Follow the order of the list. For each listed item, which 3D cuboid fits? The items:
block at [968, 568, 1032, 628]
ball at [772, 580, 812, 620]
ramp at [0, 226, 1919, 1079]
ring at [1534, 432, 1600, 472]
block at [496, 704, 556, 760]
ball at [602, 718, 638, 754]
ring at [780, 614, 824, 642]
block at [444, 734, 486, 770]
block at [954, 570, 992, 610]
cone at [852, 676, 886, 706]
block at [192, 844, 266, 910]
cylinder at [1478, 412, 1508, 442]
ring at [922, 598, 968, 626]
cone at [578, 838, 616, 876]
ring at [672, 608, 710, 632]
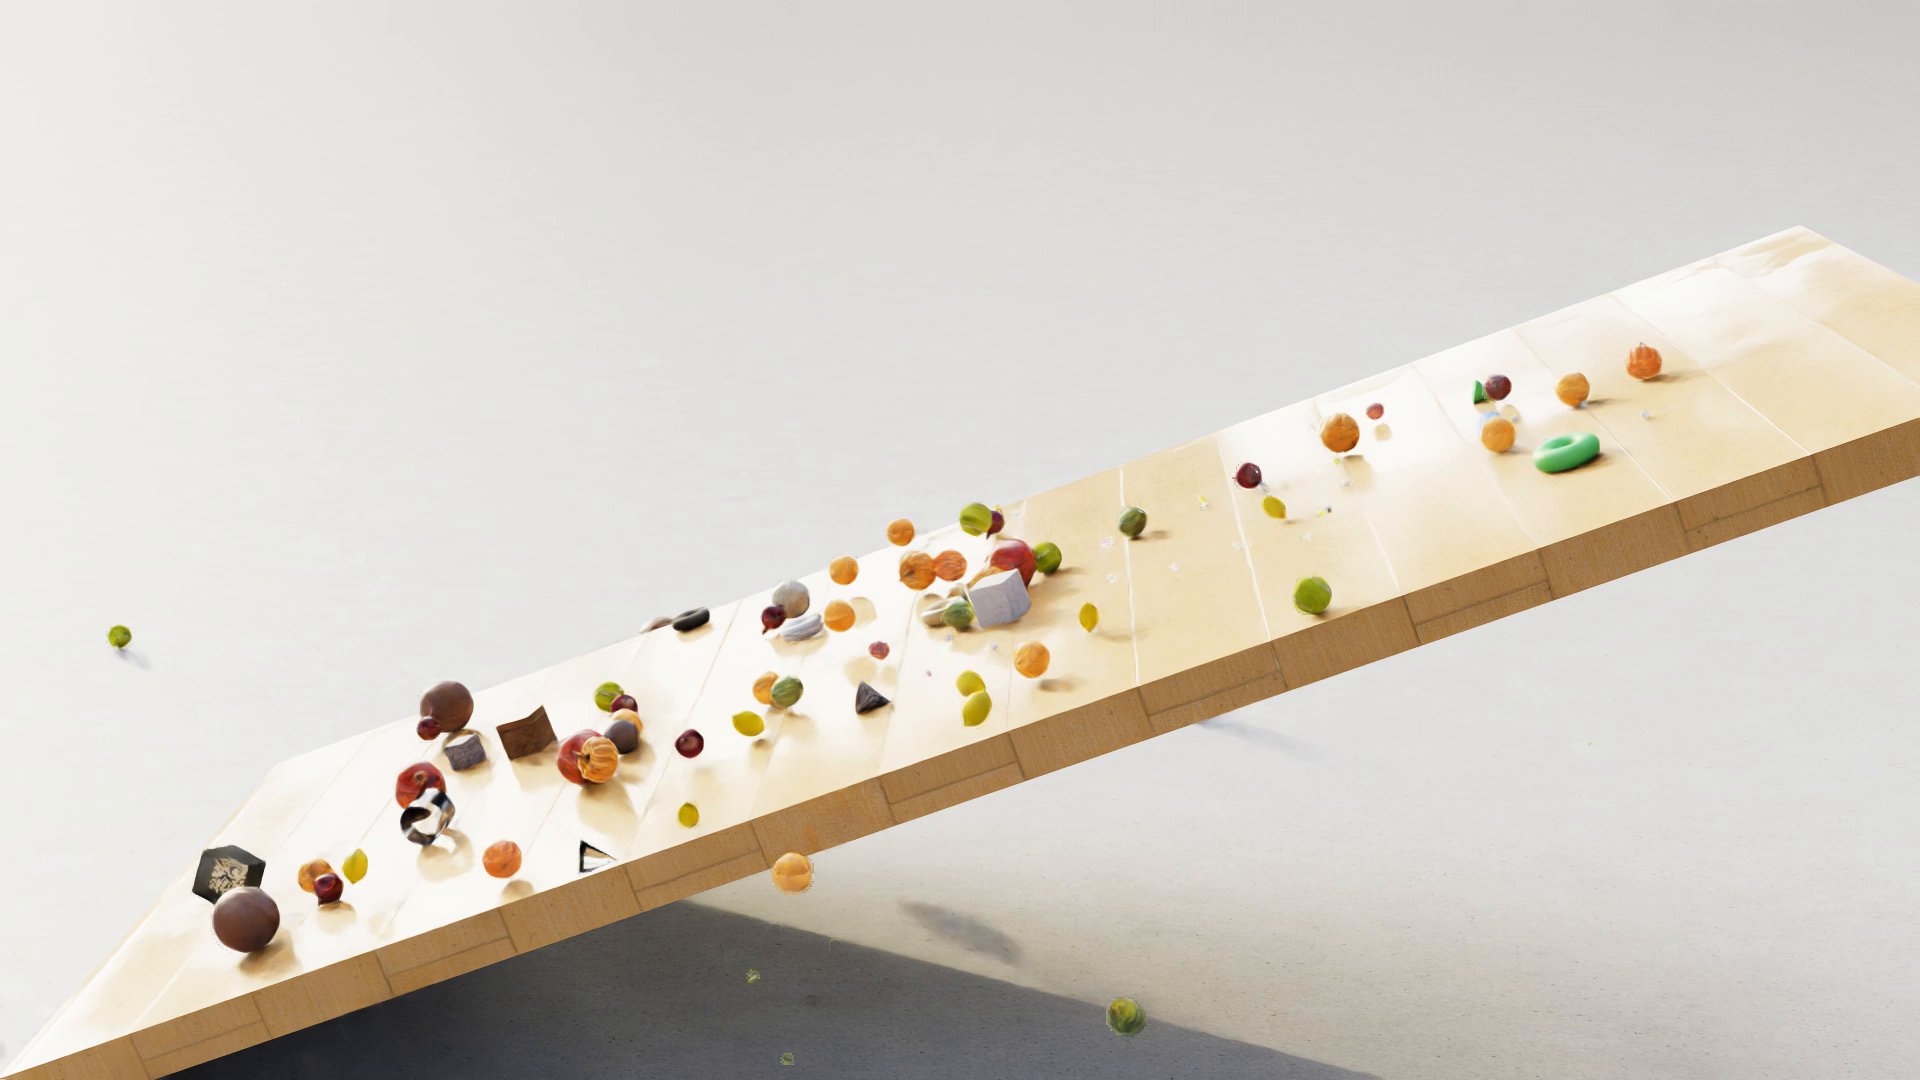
[{"bbox_3d":[0.083,0.122,6.137,0.085,0.085,0.085,-14,13,30],"label":"block"},{"bbox_3d":[-0.395,0.139,6.873,0.093,0.093,0.093,0,13,0],"label":"ball"},{"bbox_3d":[0.116,0.177,6.297,4.000,0.100,2.000,-19,11,6],"label":"ramp"},{"bbox_3d":[1.172,-0.170,5.686,0.133,0.044,0.133,-19,13,5],"label":"ring"},{"bbox_3d":[-0.969,0.429,6.565,0.085,0.085,0.085,-16,12,22],"label":"block"},{"bbox_3d":[-0.716,0.415,6.205,0.076,0.076,0.076,0,13,0],"label":"ball"},{"bbox_3d":[-0.358,0.199,6.685,0.106,0.035,0.106,-20,11,4],"label":"ring"},{"bbox_3d":[-1.120,0.480,6.659,0.059,0.059,0.059,-15,13,28],"label":"block"},{"bbox_3d":[0.038,0.109,6.334,0.064,0.064,0.064,-25,12,-18],"label":"block"},{"bbox_3d":[-0.168,0.315,5.822,0.067,0.067,0.067,27,20,13],"label":"cone"},{"bbox_3d":[-1.500,0.692,6.037,0.094,0.094,0.094,22,11,25],"label":"block"},{"bbox_3d":[1.103,-0.235,6.085,0.053,0.053,0.053,0,13,2],"label":"cylinder"},{"bbox_3d":[-0.033,0.154,6.324,0.104,0.035,0.104,-19,12,4],"label":"ring"},{"bbox_3d":[-0.666,0.588,5.423,0.072,0.072,0.072,5,12,-10],"label":"cone"},{"bbox_3d":[-0.662,0.196,7.244,0.100,0.033,0.100,-19,11,4],"label":"ring"}]
